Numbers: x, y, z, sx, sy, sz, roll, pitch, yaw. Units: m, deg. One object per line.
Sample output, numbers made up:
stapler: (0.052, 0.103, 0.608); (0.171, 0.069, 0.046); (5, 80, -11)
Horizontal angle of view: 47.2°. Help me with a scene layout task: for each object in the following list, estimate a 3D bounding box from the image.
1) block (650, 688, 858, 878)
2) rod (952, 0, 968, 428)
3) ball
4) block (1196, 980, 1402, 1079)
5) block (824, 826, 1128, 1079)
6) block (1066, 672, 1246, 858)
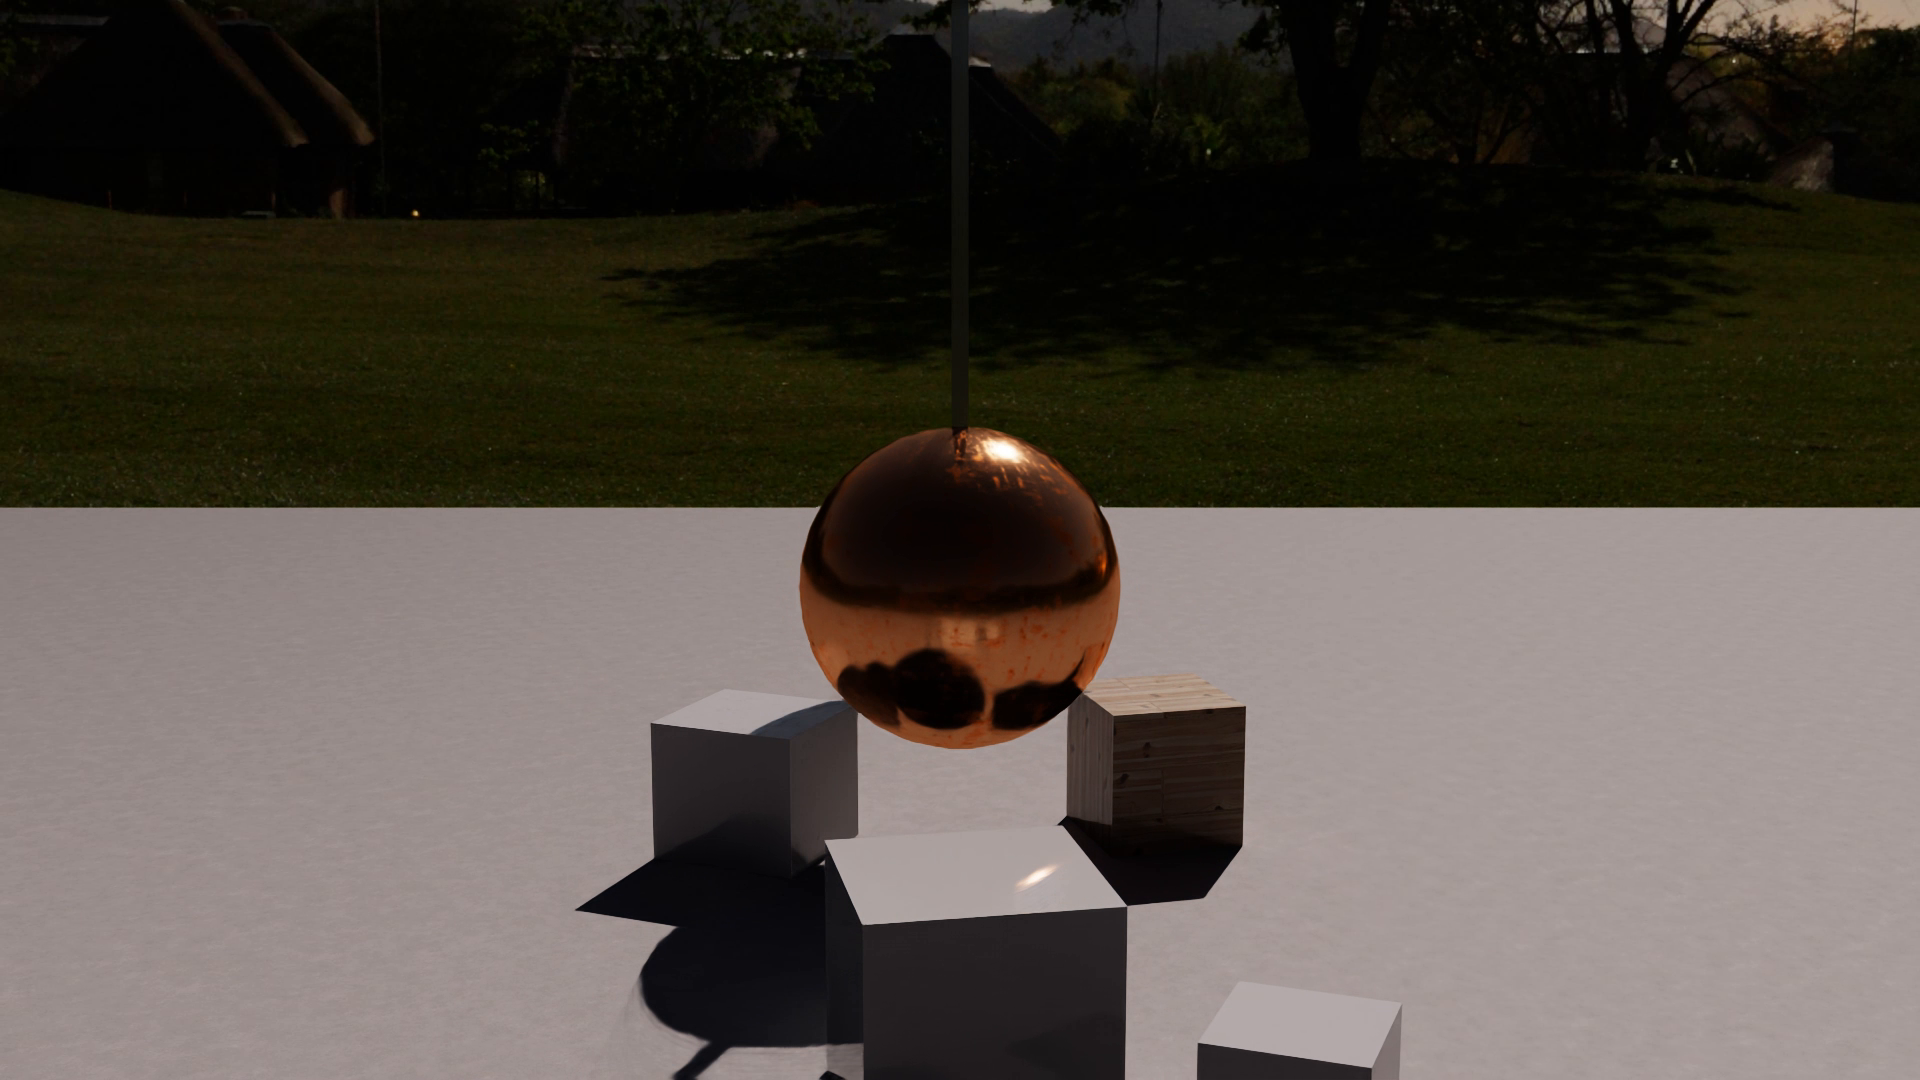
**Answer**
block: (-1.018, 1.202, 11.016); (0.765, 0.693, 0.741); (4, 11, 23)
rod: (0.000, -3.137, 10.481); (0.080, 5.200, 0.080); (0, 7, 0)
ball: (0.000, 0.234, 10.924); (1.600, 1.600, 1.600); (0, 10, 0)
block: (1.149, 1.908, 7.436); (0.572, 0.586, 0.575); (4, 11, 20)
block: (0.033, 1.642, 7.972); (0.918, 0.917, 0.924); (-2, 11, -11)
block: (0.993, 1.139, 11.267); (0.698, 0.727, 0.720); (-3, 11, -15)
